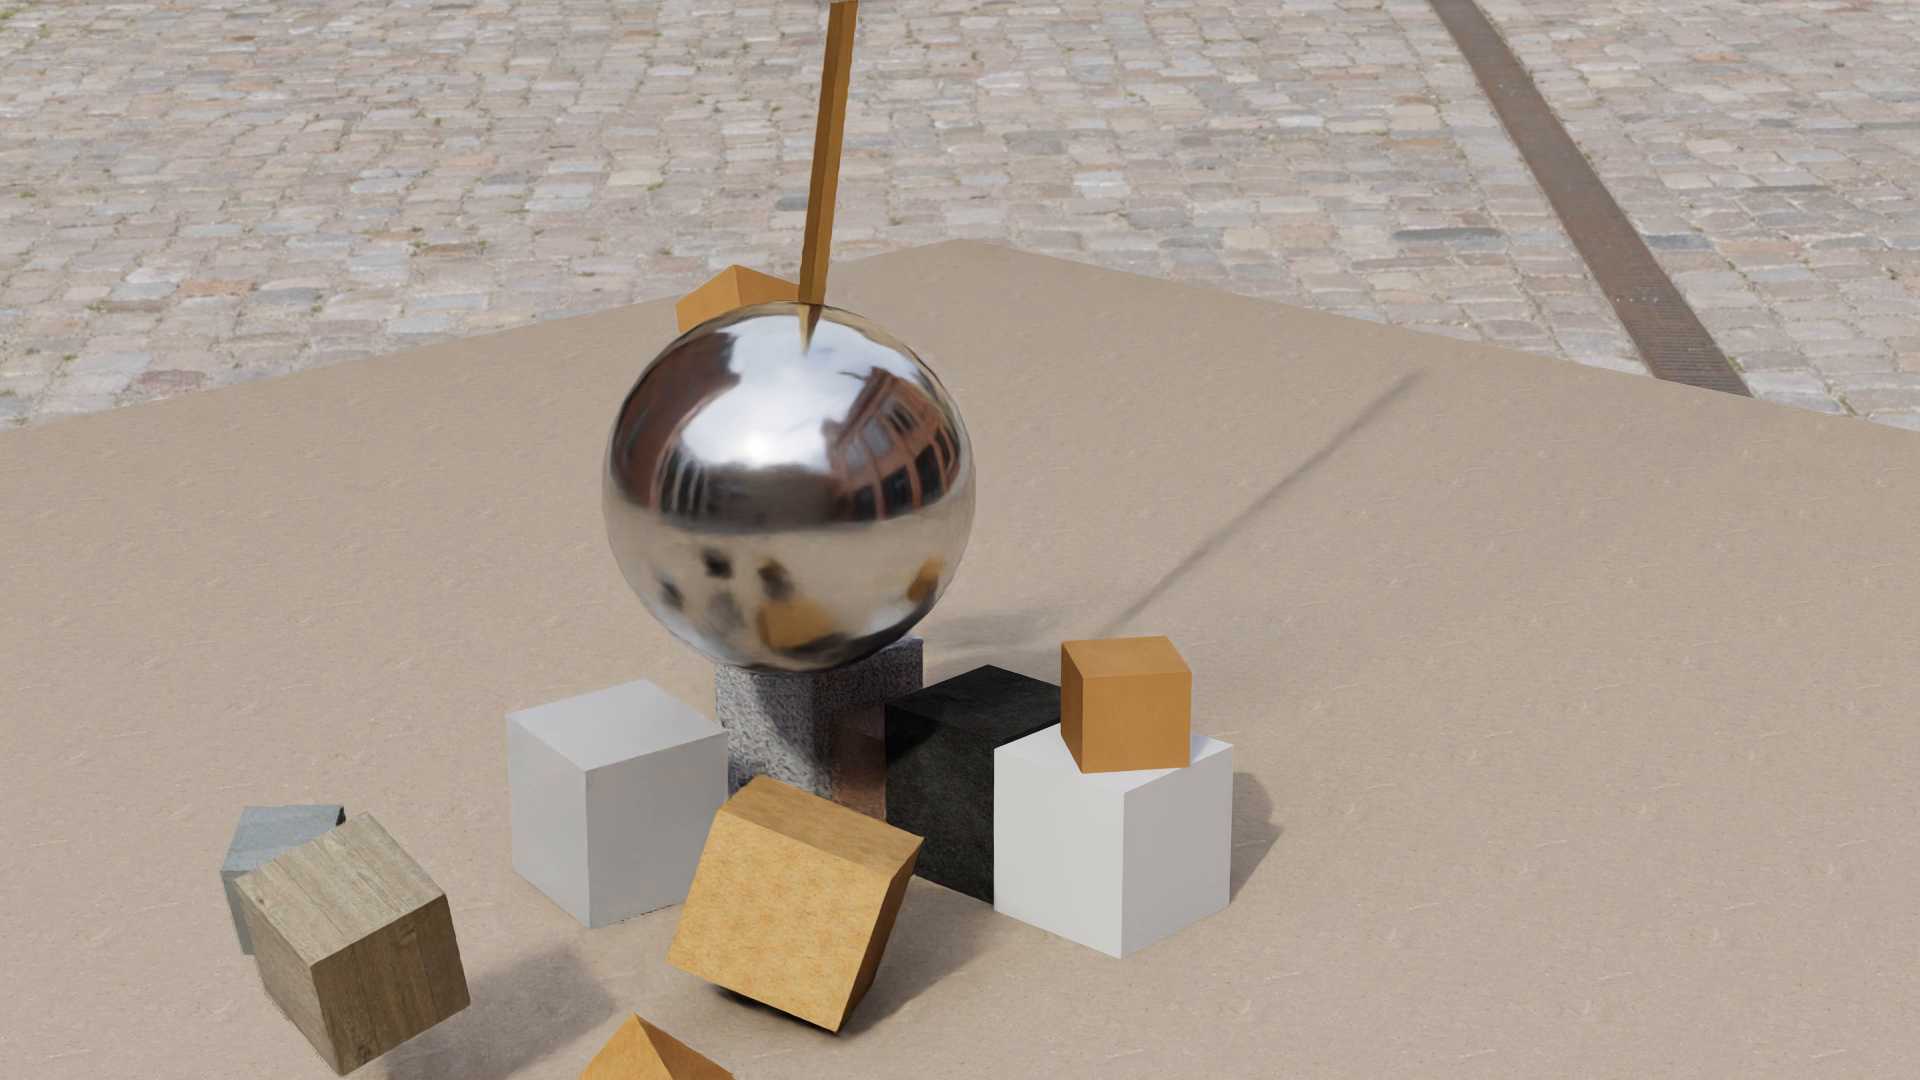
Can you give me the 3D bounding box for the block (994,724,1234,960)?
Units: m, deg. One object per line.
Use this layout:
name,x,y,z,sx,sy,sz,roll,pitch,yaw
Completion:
block,0.678,1.277,12.993,0.741,0.772,0.752,16,23,41

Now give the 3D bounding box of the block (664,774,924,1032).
block,-0.669,1.474,12.025,0.749,0.682,0.676,21,11,7

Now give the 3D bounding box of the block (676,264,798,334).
block,-0.963,-0.933,13.302,0.454,0.394,0.413,15,-34,-44

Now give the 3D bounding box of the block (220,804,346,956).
block,-2.879,1.468,12.659,0.430,0.483,0.421,-1,35,5

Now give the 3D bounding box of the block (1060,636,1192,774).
block,0.718,0.713,12.772,0.473,0.438,0.473,-3,18,-9

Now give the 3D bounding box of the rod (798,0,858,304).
rod,-0.315,-3.539,11.899,0.080,5.200,0.080,17,14,42

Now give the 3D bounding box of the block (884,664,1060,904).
block,0.154,1.114,13.473,0.702,0.795,0.706,15,23,40

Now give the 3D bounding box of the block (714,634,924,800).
block,-0.687,0.848,14.352,0.723,0.777,0.711,-17,24,-42

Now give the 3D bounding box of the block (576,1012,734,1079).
block,-1.042,2.120,10.286,0.505,0.518,0.609,39,3,-33

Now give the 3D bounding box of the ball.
ball,-0.728,-0.220,12.509,1.600,1.600,1.600,0,17,0

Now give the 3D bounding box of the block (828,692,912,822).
block,-0.253,1.100,13.972,0.544,0.523,0.501,-17,24,-42

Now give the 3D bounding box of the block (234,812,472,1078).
block,-2.258,1.501,10.919,0.559,0.583,0.590,-28,43,-28

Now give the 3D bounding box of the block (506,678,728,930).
block,-1.540,1.177,13.218,0.721,0.772,0.713,-14,25,-34
